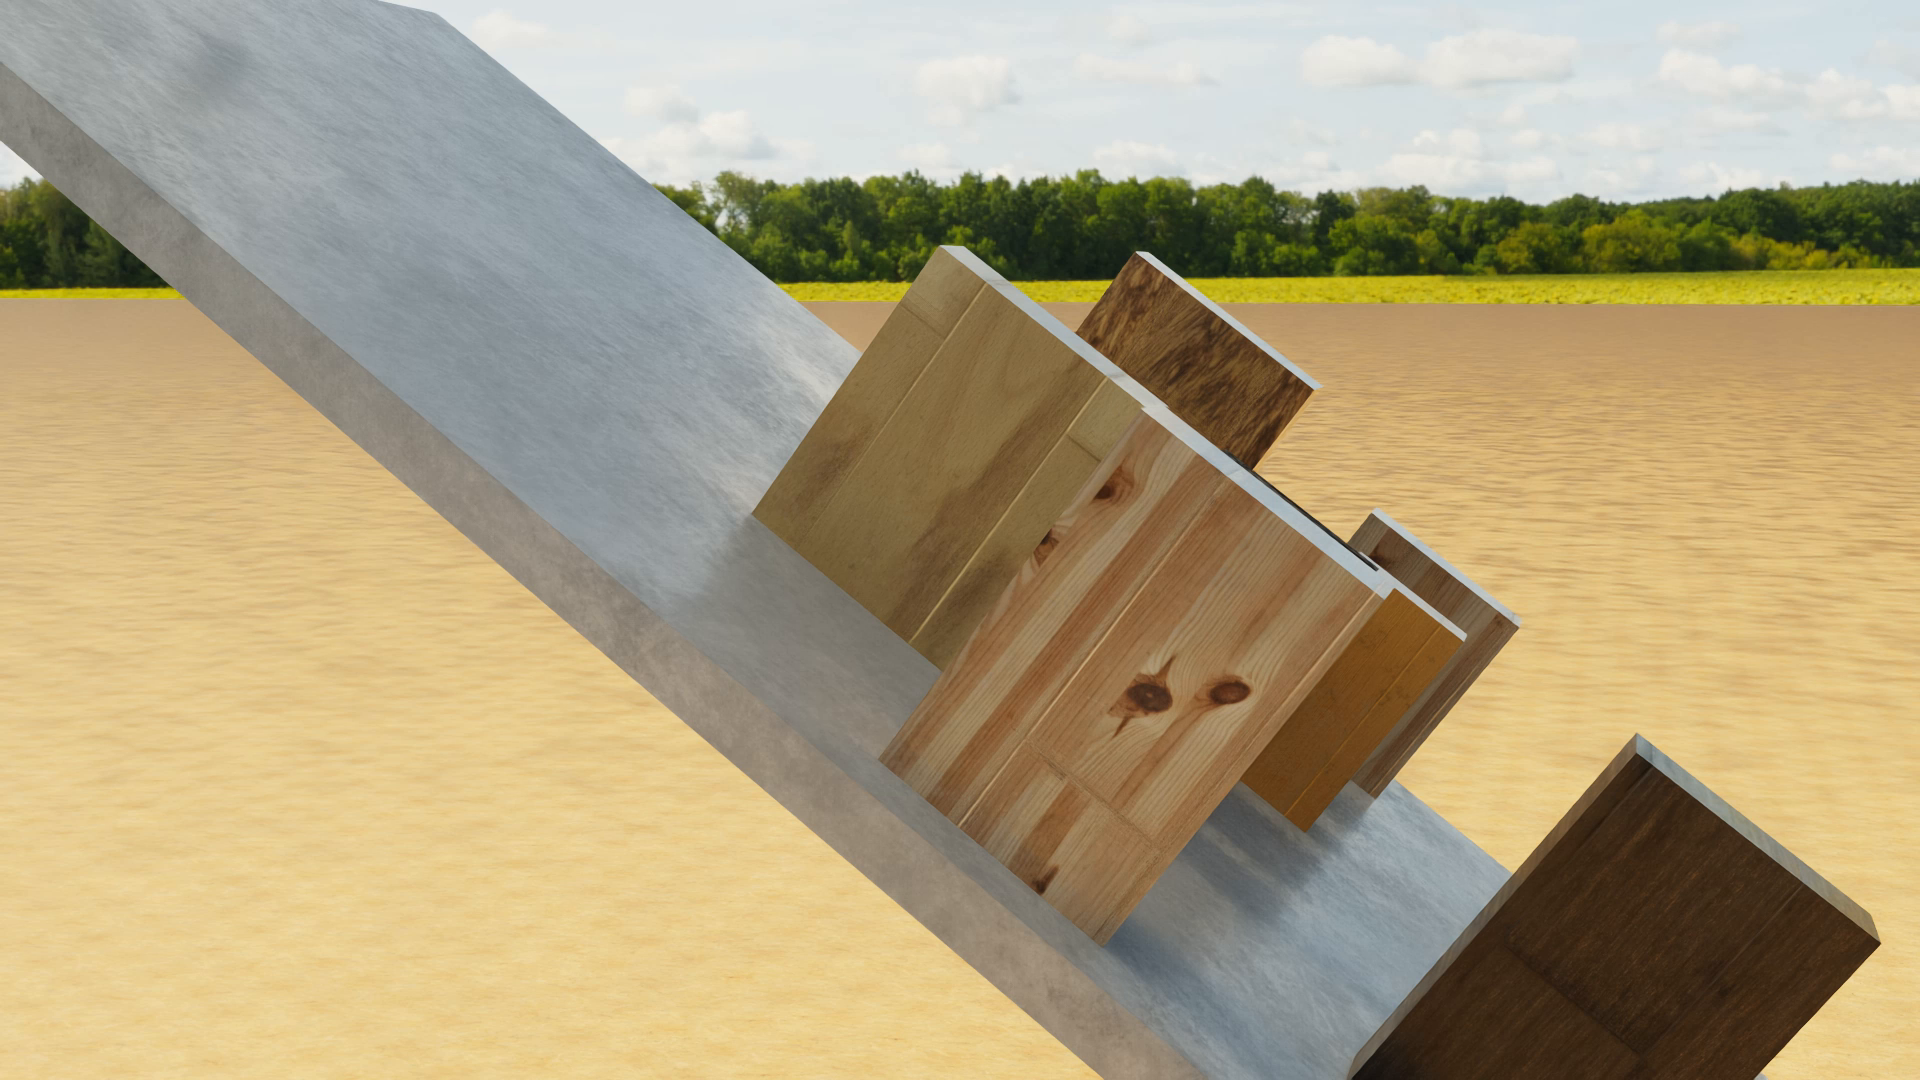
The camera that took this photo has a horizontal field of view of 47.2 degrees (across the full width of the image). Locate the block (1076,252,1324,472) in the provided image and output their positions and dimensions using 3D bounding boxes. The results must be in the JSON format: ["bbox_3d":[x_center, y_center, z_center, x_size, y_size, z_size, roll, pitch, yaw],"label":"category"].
[{"bbox_3d":[0.346,-0.184,4.407,0.443,0.644,0.125,39,16,9],"label":"block"}]

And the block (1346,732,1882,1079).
[{"bbox_3d":[0.925,0.667,3.165,0.406,0.657,0.143,39,16,9],"label":"block"}]

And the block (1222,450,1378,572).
[{"bbox_3d":[0.432,0.153,3.857,0.337,0.518,0.128,39,16,9],"label":"block"}]

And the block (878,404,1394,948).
[{"bbox_3d":[0.243,0.191,3.119,0.418,0.641,0.131,39,16,9],"label":"block"}]

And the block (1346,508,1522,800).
[{"bbox_3d":[0.879,0.238,4.641,0.380,0.473,0.112,39,16,9],"label":"block"}]

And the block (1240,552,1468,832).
[{"bbox_3d":[0.700,0.286,4.129,0.248,0.471,0.084,39,16,9],"label":"block"}]

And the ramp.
[{"bbox_3d":[-0.057,0.118,4.066,4.000,0.100,2.000,39,16,9],"label":"ramp"}]

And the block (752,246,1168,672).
[{"bbox_3d":[-0.005,-0.132,3.672,0.441,0.560,0.135,39,16,9],"label":"block"}]
